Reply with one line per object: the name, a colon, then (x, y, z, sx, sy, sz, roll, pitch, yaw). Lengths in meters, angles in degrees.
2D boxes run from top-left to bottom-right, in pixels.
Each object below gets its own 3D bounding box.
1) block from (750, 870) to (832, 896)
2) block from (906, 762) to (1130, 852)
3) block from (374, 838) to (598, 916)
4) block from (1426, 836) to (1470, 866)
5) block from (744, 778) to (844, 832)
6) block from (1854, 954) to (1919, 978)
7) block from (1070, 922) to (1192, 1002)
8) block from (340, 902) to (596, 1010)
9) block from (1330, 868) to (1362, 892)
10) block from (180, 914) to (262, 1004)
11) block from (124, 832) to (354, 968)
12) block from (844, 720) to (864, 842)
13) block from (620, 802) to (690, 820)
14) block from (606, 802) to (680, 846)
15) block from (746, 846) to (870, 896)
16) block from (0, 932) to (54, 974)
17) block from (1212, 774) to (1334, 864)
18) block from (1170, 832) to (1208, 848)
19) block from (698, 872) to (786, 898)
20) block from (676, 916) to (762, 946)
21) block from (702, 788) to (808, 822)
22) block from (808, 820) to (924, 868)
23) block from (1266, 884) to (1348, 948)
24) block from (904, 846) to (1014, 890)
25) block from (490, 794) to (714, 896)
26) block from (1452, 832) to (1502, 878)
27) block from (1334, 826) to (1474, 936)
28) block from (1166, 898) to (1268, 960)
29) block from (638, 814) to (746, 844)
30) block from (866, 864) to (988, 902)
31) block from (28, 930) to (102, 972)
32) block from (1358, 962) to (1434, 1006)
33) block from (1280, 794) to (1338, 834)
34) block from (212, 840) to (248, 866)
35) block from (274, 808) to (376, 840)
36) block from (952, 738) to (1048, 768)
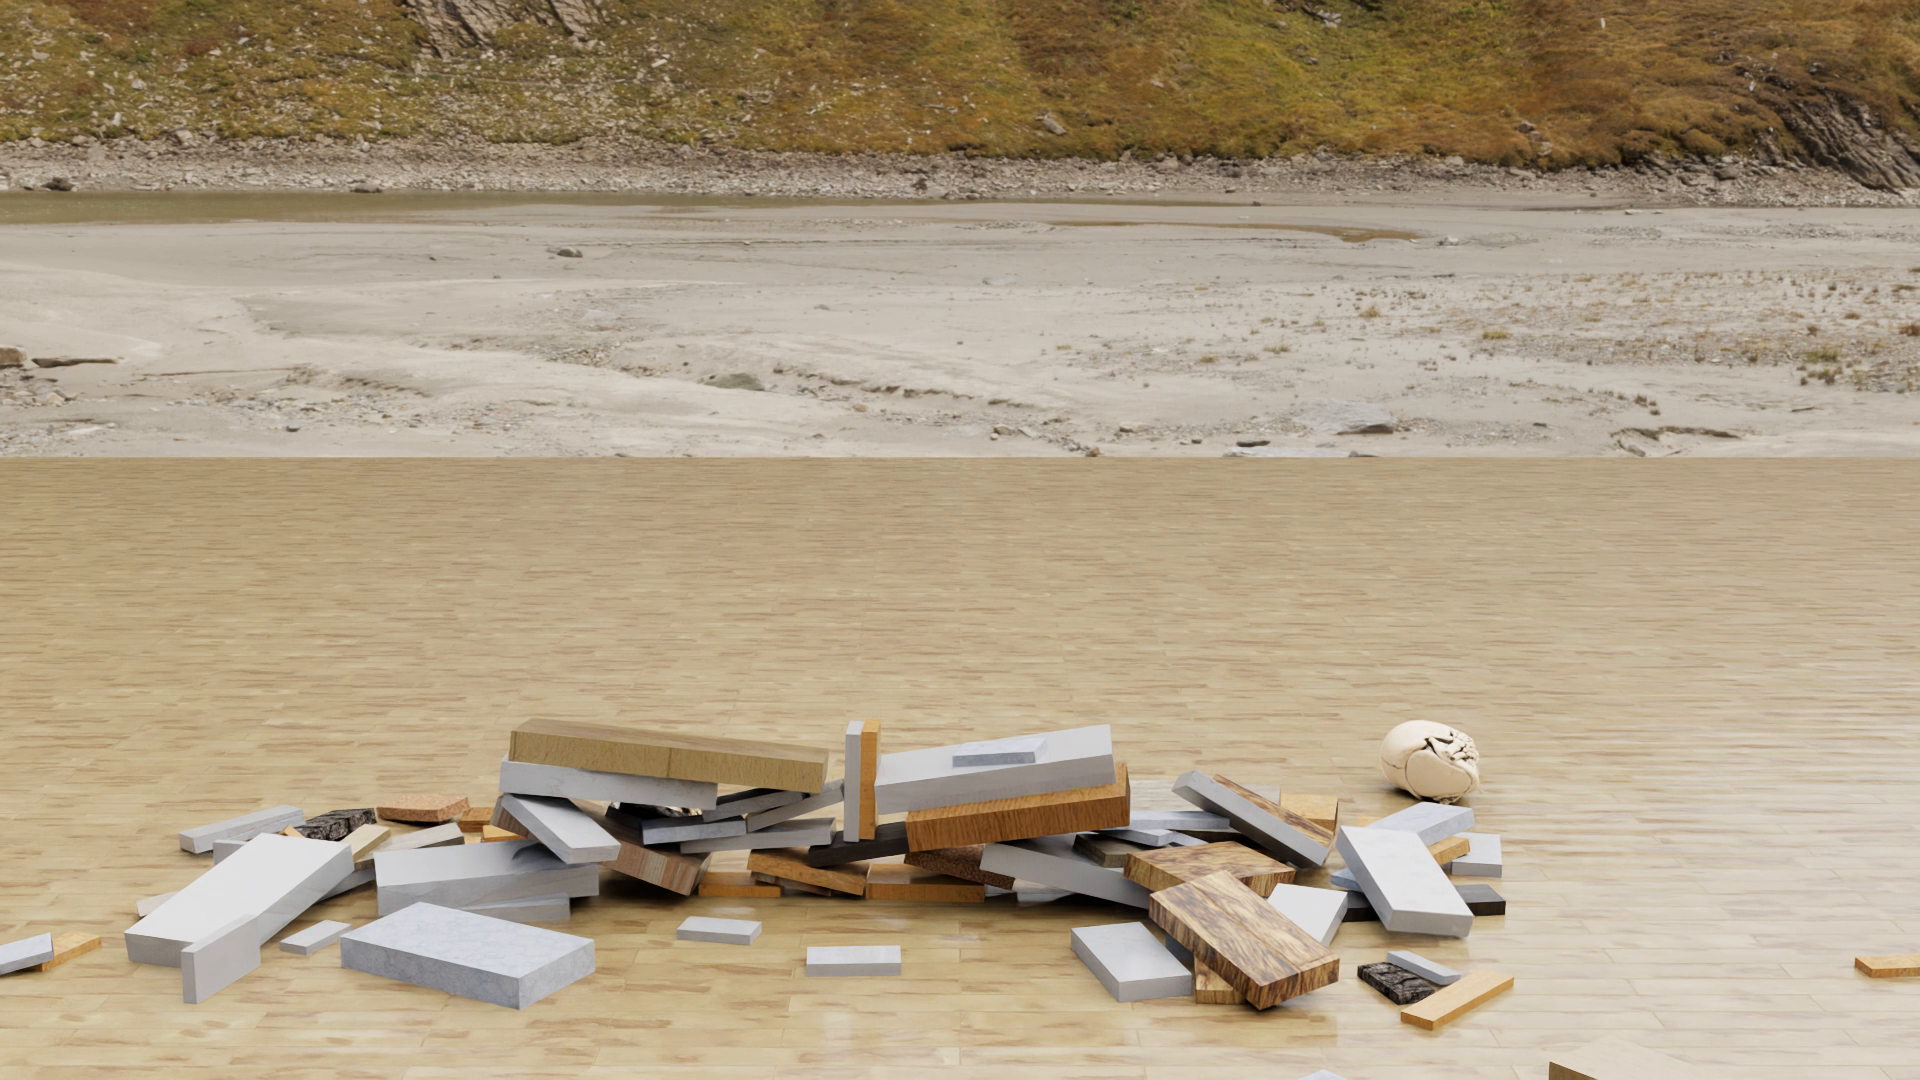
block: (-0.278, 0.561, 3.678, 0.137, 0.019, 0.068, 13, 9, 0)
block: (0.098, 0.435, 3.588, 0.355, 0.050, 0.177, -8, 11, 6)
block: (-0.780, 0.548, 3.613, 0.347, 0.049, 0.174, -3, 11, -16)
block: (0.789, 0.543, 3.777, 0.166, 0.023, 0.083, -15, 10, -35)
block: (-0.272, 0.442, 3.669, 0.167, 0.024, 0.084, -19, 4, 3)
block: (1.416, 0.645, 3.331, 0.101, 0.014, 0.050, -1, 11, -6)
block: (0.257, 0.637, 3.329, 0.113, 0.032, 0.227, -3, 11, -15)
block: (-0.747, 0.627, 3.335, 0.348, 0.049, 0.174, 6, 12, 28)
block: (0.679, 0.565, 3.626, 0.120, 0.017, 0.060, 10, 14, 42)
block: (-1.099, 0.623, 3.274, 0.023, 0.080, 0.159, 3, 11, 16)
block: (-1.137, 0.572, 3.490, 0.174, 0.049, 0.347, 4, 20, 19)
block: (-0.176, 0.400, 3.654, 0.026, 0.182, 0.091, 2, 9, 1)
block: (-0.517, 0.462, 3.723, 0.118, 0.017, 0.059, 19, 4, -9)
block: (-0.525, 0.478, 3.724, 0.137, 0.019, 0.068, 20, 4, 9)
block: (-0.252, 0.544, 3.673, 0.196, 0.028, 0.098, 13, 9, 0)
block: (-1.436, 0.631, 3.327, 0.118, 0.017, 0.059, -14, 23, -20)
block: (0.536, 0.481, 3.794, 0.223, 0.032, 0.112, 26, -15, 18)
block: (0.361, 0.526, 3.738, 0.065, 0.018, 0.131, 20, -25, -15)
block: (-0.364, 0.577, 3.684, 0.137, 0.019, 0.068, 1, 11, 4)
block: (-0.380, 0.617, 3.475, 0.121, 0.017, 0.060, 2, 11, 12)
block: (-0.340, 0.432, 3.652, 0.167, 0.024, 0.084, -13, 4, 3)
block: (-0.149, 0.503, 3.660, 0.196, 0.028, 0.098, -9, 9, 3)
block: (0.523, 0.605, 3.434, 0.113, 0.032, 0.227, 4, 18, 22)
block: (0.004, 0.537, 3.680, 0.184, 0.026, 0.092, 14, 11, 5)
block: (-0.594, 0.495, 3.674, 0.347, 0.049, 0.174, 20, 4, 2)
block: (0.900, 0.548, 3.833, 0.083, 0.024, 0.167, 2, 11, 12)
block: (0.716, 0.550, 3.563, 0.135, 0.038, 0.271, 6, 20, -11)
block: (0.413, 0.611, 3.469, 0.113, 0.032, 0.227, 4, 11, 23)
block: (-0.443, 0.476, 3.640, 0.167, 0.024, 0.084, -4, 5, -13)
block: (-0.054, 0.574, 3.681, 0.196, 0.028, 0.098, 1, 11, 4)
block: (-1.390, 0.633, 3.390, 0.059, 0.017, 0.118, 5, 11, 24)
block: (0.646, 0.657, 3.263, 0.060, 0.017, 0.120, -4, 11, -19)
block: (0.546, 0.502, 4.033, 0.283, 0.040, 0.142, 2, 11, 12)
block: (-1.228, 0.544, 3.769, 0.106, 0.053, 0.015, 2, 11, 12)
block: (-1.148, 0.520, 3.923, 0.098, 0.028, 0.196, -6, 6, 29)
block: (0.066, 0.349, 3.606, 0.142, 0.020, 0.071, -5, 11, 20)
